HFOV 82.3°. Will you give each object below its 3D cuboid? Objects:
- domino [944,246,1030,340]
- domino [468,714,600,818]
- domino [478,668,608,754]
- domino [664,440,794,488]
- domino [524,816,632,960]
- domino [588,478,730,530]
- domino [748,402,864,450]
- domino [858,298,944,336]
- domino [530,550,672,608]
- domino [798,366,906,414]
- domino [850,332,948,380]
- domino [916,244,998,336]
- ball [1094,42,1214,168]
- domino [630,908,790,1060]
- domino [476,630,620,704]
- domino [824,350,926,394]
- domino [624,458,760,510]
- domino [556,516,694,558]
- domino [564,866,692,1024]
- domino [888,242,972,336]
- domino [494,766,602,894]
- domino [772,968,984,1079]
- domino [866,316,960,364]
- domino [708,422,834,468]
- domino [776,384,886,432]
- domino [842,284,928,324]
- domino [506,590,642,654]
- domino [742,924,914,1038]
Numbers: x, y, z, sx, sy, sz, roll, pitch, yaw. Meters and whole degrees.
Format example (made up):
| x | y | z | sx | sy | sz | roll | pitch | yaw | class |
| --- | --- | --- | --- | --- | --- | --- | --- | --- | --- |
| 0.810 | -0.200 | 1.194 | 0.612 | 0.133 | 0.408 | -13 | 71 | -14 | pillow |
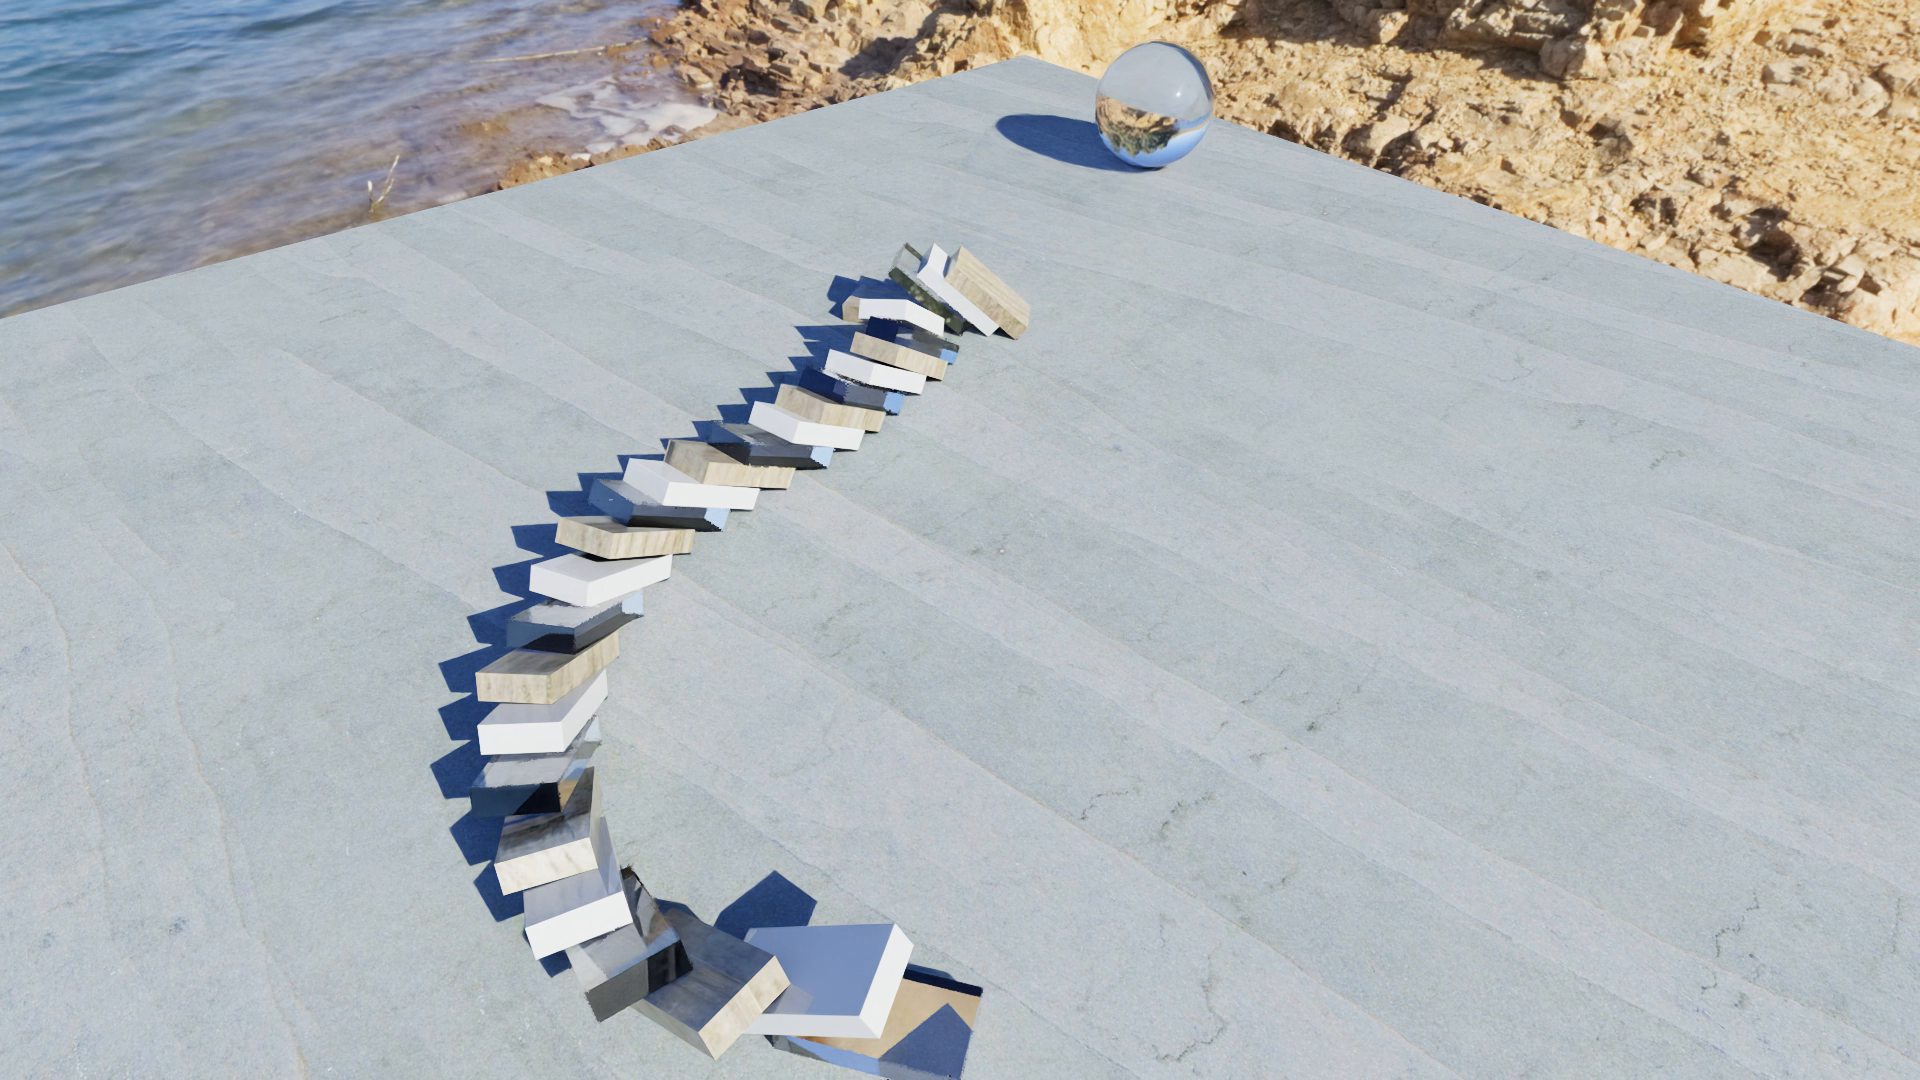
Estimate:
| x | y | z | sx | sy | sz | roll | pitch | yaw | class |
| --- | --- | --- | --- | --- | --- | --- | --- | --- | --- |
| 0.015 | -0.130 | 0.578 | 0.050 | 0.010 | 0.025 | 37 | 35 | -20 | domino |
| -0.131 | 0.069 | 0.343 | 0.025 | 0.009 | 0.050 | -3 | 14 | -4 | domino |
| -0.135 | 0.055 | 0.359 | 0.025 | 0.009 | 0.050 | -2 | 12 | -2 | domino |
| -0.096 | -0.032 | 0.463 | 0.025 | 0.010 | 0.050 | 28 | 16 | 30 | domino |
| -0.109 | 0.096 | 0.309 | 0.025 | 0.010 | 0.050 | -17 | 16 | -19 | domino |
| -0.120 | -0.014 | 0.440 | 0.025 | 0.009 | 0.050 | 28 | 14 | 30 | domino |
| -0.067 | -0.050 | 0.483 | 0.025 | 0.009 | 0.050 | 25 | 12 | 25 | domino |
| -0.029 | -0.112 | 0.555 | 0.025 | 0.009 | 0.050 | 6 | 2 | 20 | domino |
| -0.134 | 0.012 | 0.413 | 0.025 | 0.010 | 0.050 | 15 | 16 | 17 | domino |
| -0.049 | -0.069 | 0.506 | 0.025 | 0.009 | 0.050 | 25 | 12 | 24 | domino |
| -0.029 | -0.088 | 0.530 | 0.025 | 0.009 | 0.050 | 21 | 9 | 24 | domino |
| 0.001 | -0.132 | 0.581 | 0.050 | 0.010 | 0.025 | 37 | 35 | -20 | domino |
| 0.132 | -0.296 | 0.749 | 0.080 | 0.080 | 0.080 | 0 | 39 | 0 | ball |
| -0.070 | 0.114 | 0.287 | 0.050 | 0.010 | 0.025 | 0 | 30 | 46 | domino |
| -0.139 | 0.042 | 0.374 | 0.025 | 0.009 | 0.050 | 1 | 12 | 7 | domino |
| -0.039 | -0.079 | 0.520 | 0.025 | 0.010 | 0.050 | 21 | 11 | 24 | domino |
| -0.109 | -0.023 | 0.450 | 0.025 | 0.010 | 0.050 | 28 | 14 | 30 | domino |
| -0.128 | -0.002 | 0.423 | 0.025 | 0.009 | 0.050 | 15 | 7 | 20 | domino |
| -0.093 | 0.107 | 0.296 | 0.025 | 0.009 | 0.050 | -24 | 19 | -26 | domino |
| -0.014 | -0.132 | 0.581 | 0.050 | 0.009 | 0.025 | 37 | 35 | -20 | domino |
| -0.120 | 0.084 | 0.324 | 0.025 | 0.009 | 0.050 | -14 | 15 | -14 | domino |
| -0.021 | 0.126 | 0.290 | 0.050 | 0.009 | 0.025 | 9 | 40 | 11 | domino |
| -0.023 | -0.098 | 0.542 | 0.025 | 0.009 | 0.050 | 21 | 9 | 24 | domino |
| -0.081 | -0.041 | 0.475 | 0.025 | 0.010 | 0.050 | 29 | 18 | 30 | domino |
| -0.057 | -0.059 | 0.494 | 0.025 | 0.009 | 0.050 | 25 | 12 | 24 | domino |
| -0.036 | -0.125 | 0.596 | 0.050 | 0.010 | 0.025 | 12 | 41 | 15 | domino |
| -0.136 | 0.027 | 0.393 | 0.025 | 0.009 | 0.050 | 6 | 13 | 9 | domino |
| -0.039 | 0.113 | 0.283 | 0.050 | 0.010 | 0.025 | -14 | 33 | 31 | domino |
